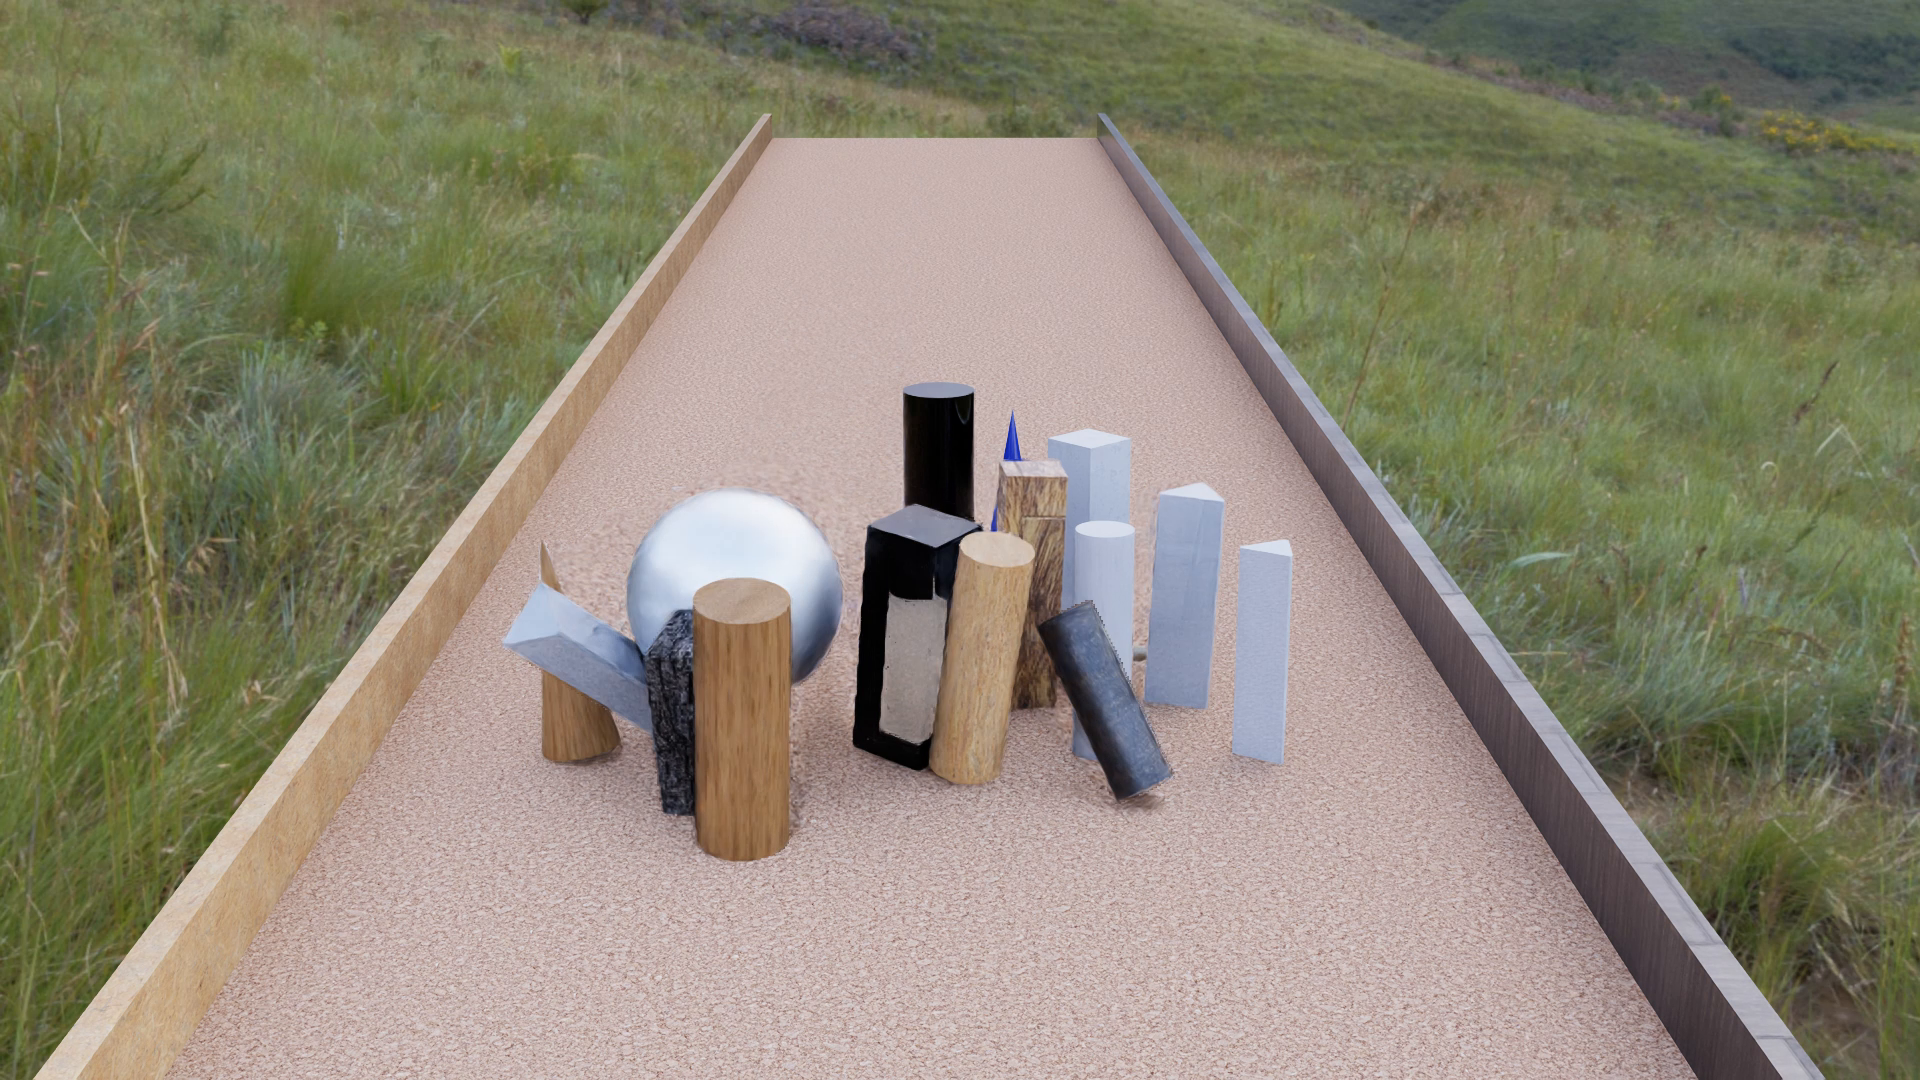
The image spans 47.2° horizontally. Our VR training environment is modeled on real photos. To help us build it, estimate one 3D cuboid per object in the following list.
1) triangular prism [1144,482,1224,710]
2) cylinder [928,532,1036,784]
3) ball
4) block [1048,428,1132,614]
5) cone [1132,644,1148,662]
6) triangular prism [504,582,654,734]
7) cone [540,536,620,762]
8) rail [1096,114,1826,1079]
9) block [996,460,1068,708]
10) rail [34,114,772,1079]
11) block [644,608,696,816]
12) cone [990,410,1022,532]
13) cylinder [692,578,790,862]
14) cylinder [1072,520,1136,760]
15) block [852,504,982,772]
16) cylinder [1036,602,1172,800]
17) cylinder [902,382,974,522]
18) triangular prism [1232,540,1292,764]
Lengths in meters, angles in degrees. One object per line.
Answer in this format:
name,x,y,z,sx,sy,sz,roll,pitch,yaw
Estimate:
triangular prism,0.432,0.102,4.151,0.122,0.411,0.105,8,19,15
cylinder,0.035,0.204,3.760,0.127,0.428,0.127,7,27,-3
ball,-0.397,0.099,3.883,0.382,0.382,0.382,0,17,0
block,0.255,0.014,4.398,0.116,0.447,0.116,-15,22,-41
cone,0.277,0.217,4.267,0.305,0.117,0.117,2,16,15
triangular prism,-0.609,0.208,3.858,0.122,0.105,0.411,-11,-32,30
cone,-0.706,0.181,3.896,0.141,0.395,0.141,-8,15,2
rail,0.932,-0.844,7.801,0.050,0.150,12.000,0,17,-1
block,0.127,0.085,4.141,0.113,0.452,0.113,0,16,-7
rail,-1.118,-0.838,7.780,0.050,0.150,12.000,0,17,-1
block,-0.405,0.292,3.670,0.163,0.302,0.163,4,28,13
cone,0.110,-0.060,4.648,0.154,0.445,0.154,0,17,0
cylinder,-0.344,0.285,3.471,0.150,0.434,0.150,2,27,-1
cylinder,0.253,0.179,3.899,0.104,0.414,0.104,0,17,0
block,-0.076,0.171,3.874,0.144,0.425,0.144,18,25,29
cylinder,0.244,0.273,3.734,0.103,0.324,0.103,-25,-6,-3
cylinder,-0.047,-0.117,4.853,0.157,0.438,0.157,0,17,0
triangular prism,0.553,0.194,3.898,0.100,0.385,0.086,11,20,32
